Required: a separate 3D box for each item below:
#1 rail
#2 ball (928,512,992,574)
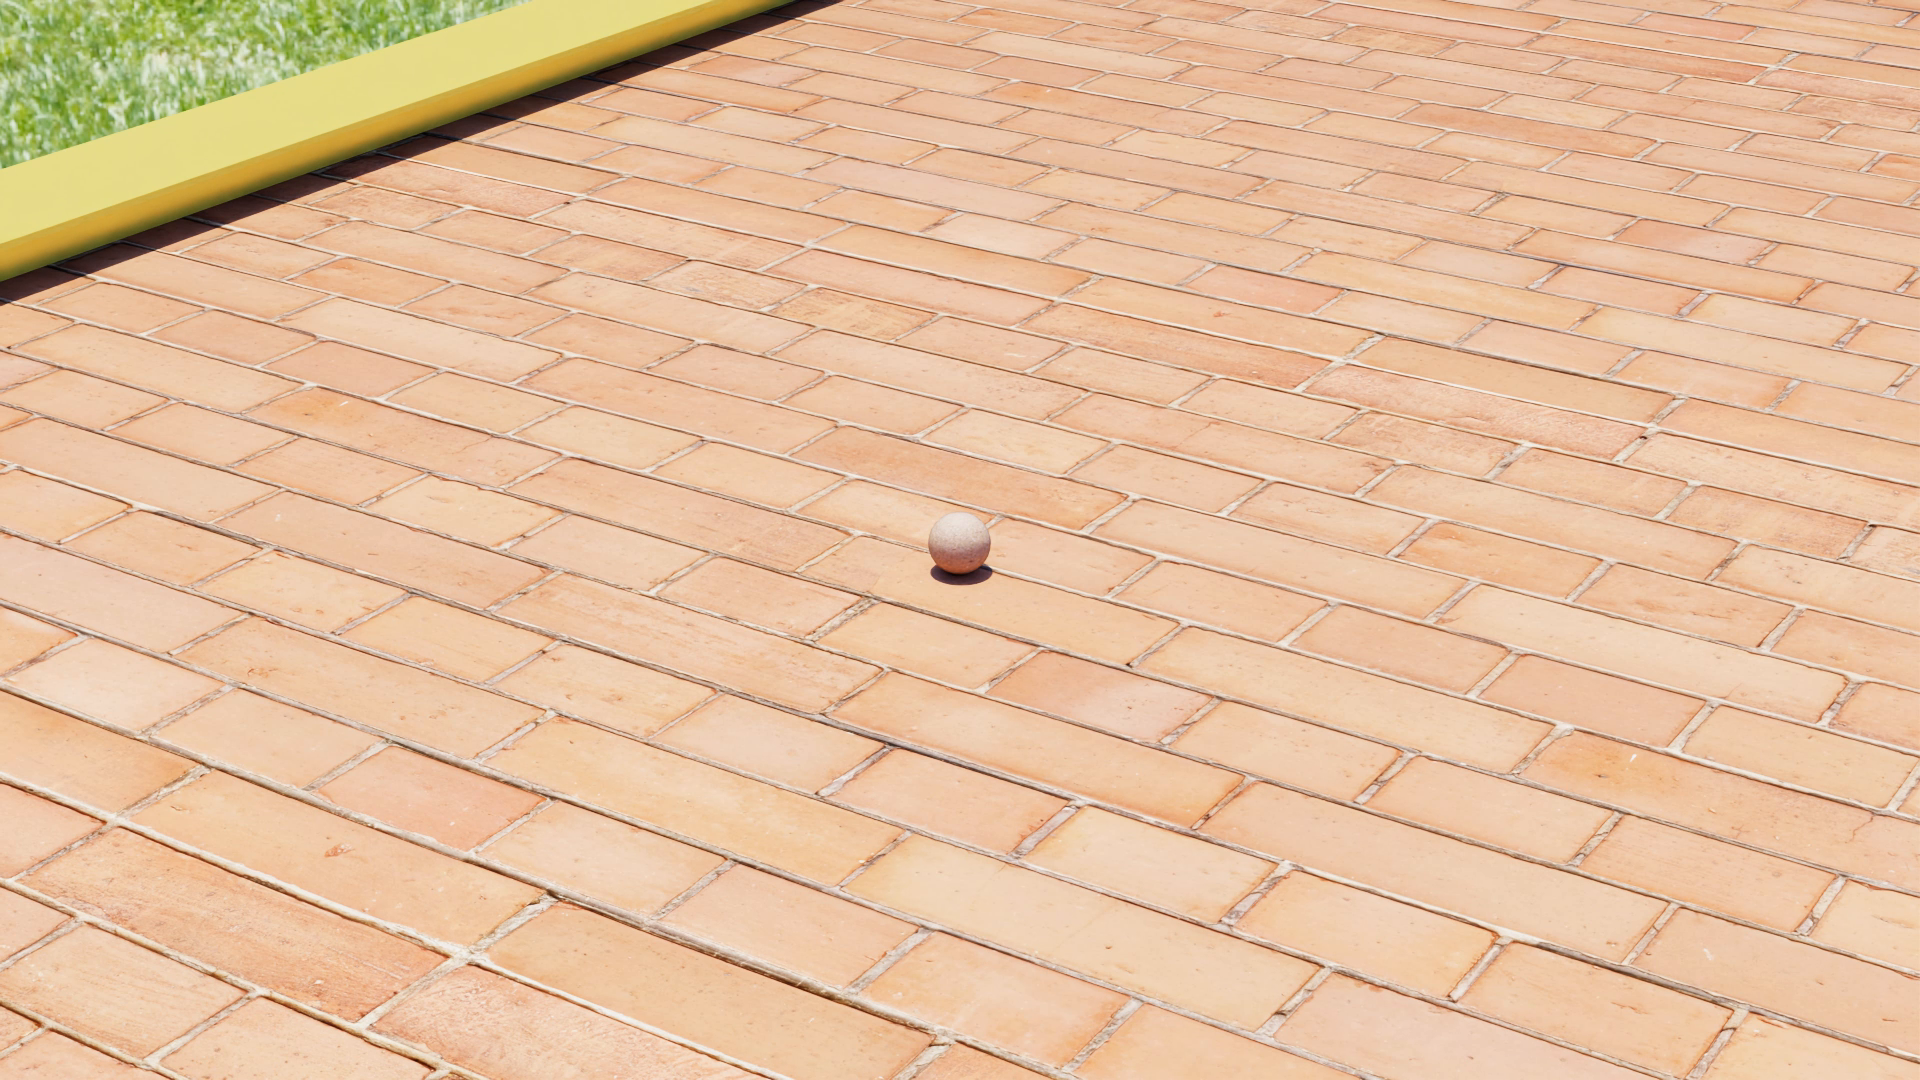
[{"bbox_3d":[-0.347,-0.521,2.986,0.045,0.090,3.307,15,28,30],"label":"rail"},{"bbox_3d":[0.000,0.002,1.898,0.041,0.041,0.041,0,24,0],"label":"ball"}]
